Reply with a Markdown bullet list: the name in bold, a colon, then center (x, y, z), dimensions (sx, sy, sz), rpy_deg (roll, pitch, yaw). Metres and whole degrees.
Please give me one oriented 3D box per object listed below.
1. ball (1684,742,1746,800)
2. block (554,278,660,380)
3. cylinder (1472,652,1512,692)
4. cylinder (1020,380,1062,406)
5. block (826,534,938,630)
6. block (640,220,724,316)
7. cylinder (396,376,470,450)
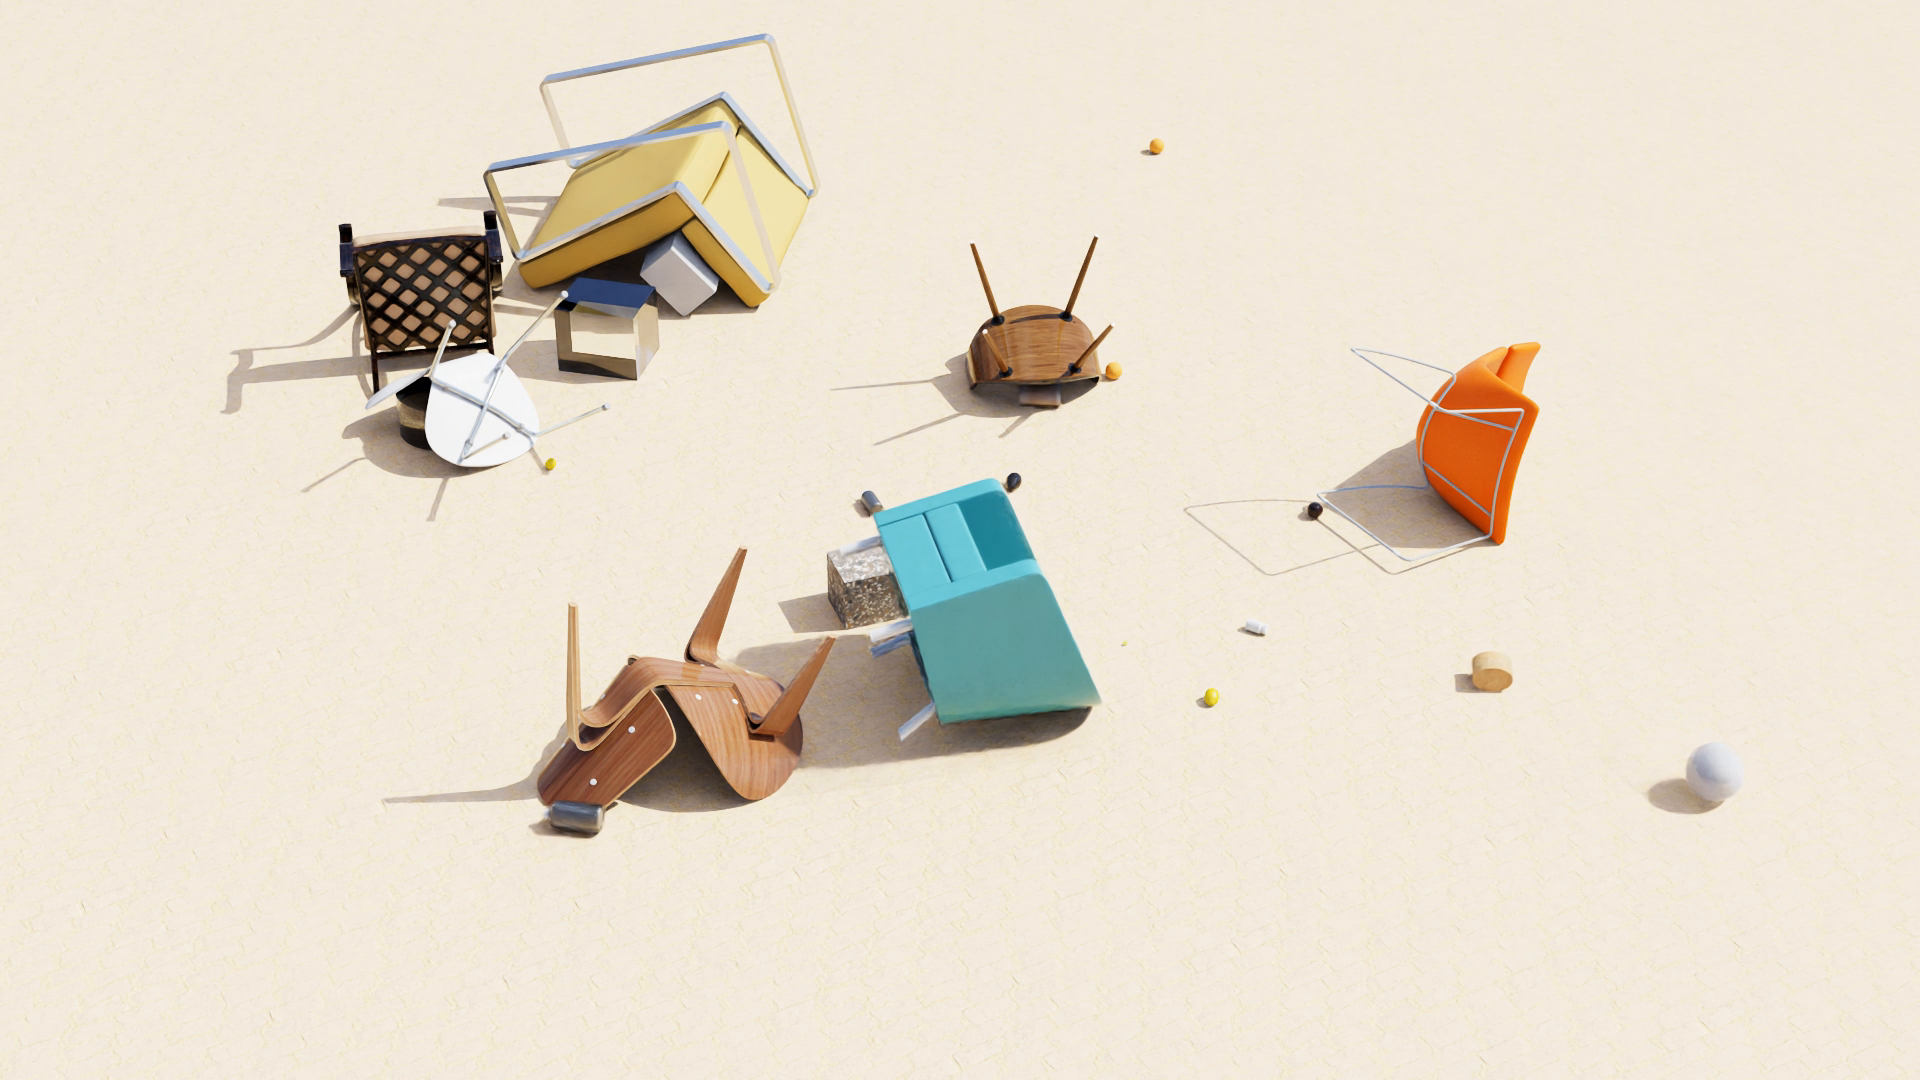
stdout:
- **ball**: center (2.477, 0.759, 9.618), dimensions (0.192, 0.192, 0.192), rpy_deg (0, 33, 0)
- **block**: center (-1.443, -0.865, 11.997), dimensions (0.339, 0.286, 0.281), rpy_deg (8, 34, 12)
- **cylinder**: center (1.845, 0.455, 10.165), dimensions (0.137, 0.099, 0.102), rpy_deg (3, 33, 5)
- **cylinder**: center (0.323, -0.593, 11.771), dimensions (0.163, 0.081, 0.142), rpy_deg (2, 36, 2)
- **block**: center (-0.277, 0.149, 10.532), dimensions (0.352, 0.205, 0.209), rpy_deg (-11, 35, -17)
- **block**: center (-1.175, -1.147, 12.392), dimensions (0.188, 0.265, 0.262), rpy_deg (-35, 24, 24)
- **cylinder**: center (-2.076, -0.498, 11.537), dimensions (0.305, 0.180, 0.244), rpy_deg (25, 41, 33)
